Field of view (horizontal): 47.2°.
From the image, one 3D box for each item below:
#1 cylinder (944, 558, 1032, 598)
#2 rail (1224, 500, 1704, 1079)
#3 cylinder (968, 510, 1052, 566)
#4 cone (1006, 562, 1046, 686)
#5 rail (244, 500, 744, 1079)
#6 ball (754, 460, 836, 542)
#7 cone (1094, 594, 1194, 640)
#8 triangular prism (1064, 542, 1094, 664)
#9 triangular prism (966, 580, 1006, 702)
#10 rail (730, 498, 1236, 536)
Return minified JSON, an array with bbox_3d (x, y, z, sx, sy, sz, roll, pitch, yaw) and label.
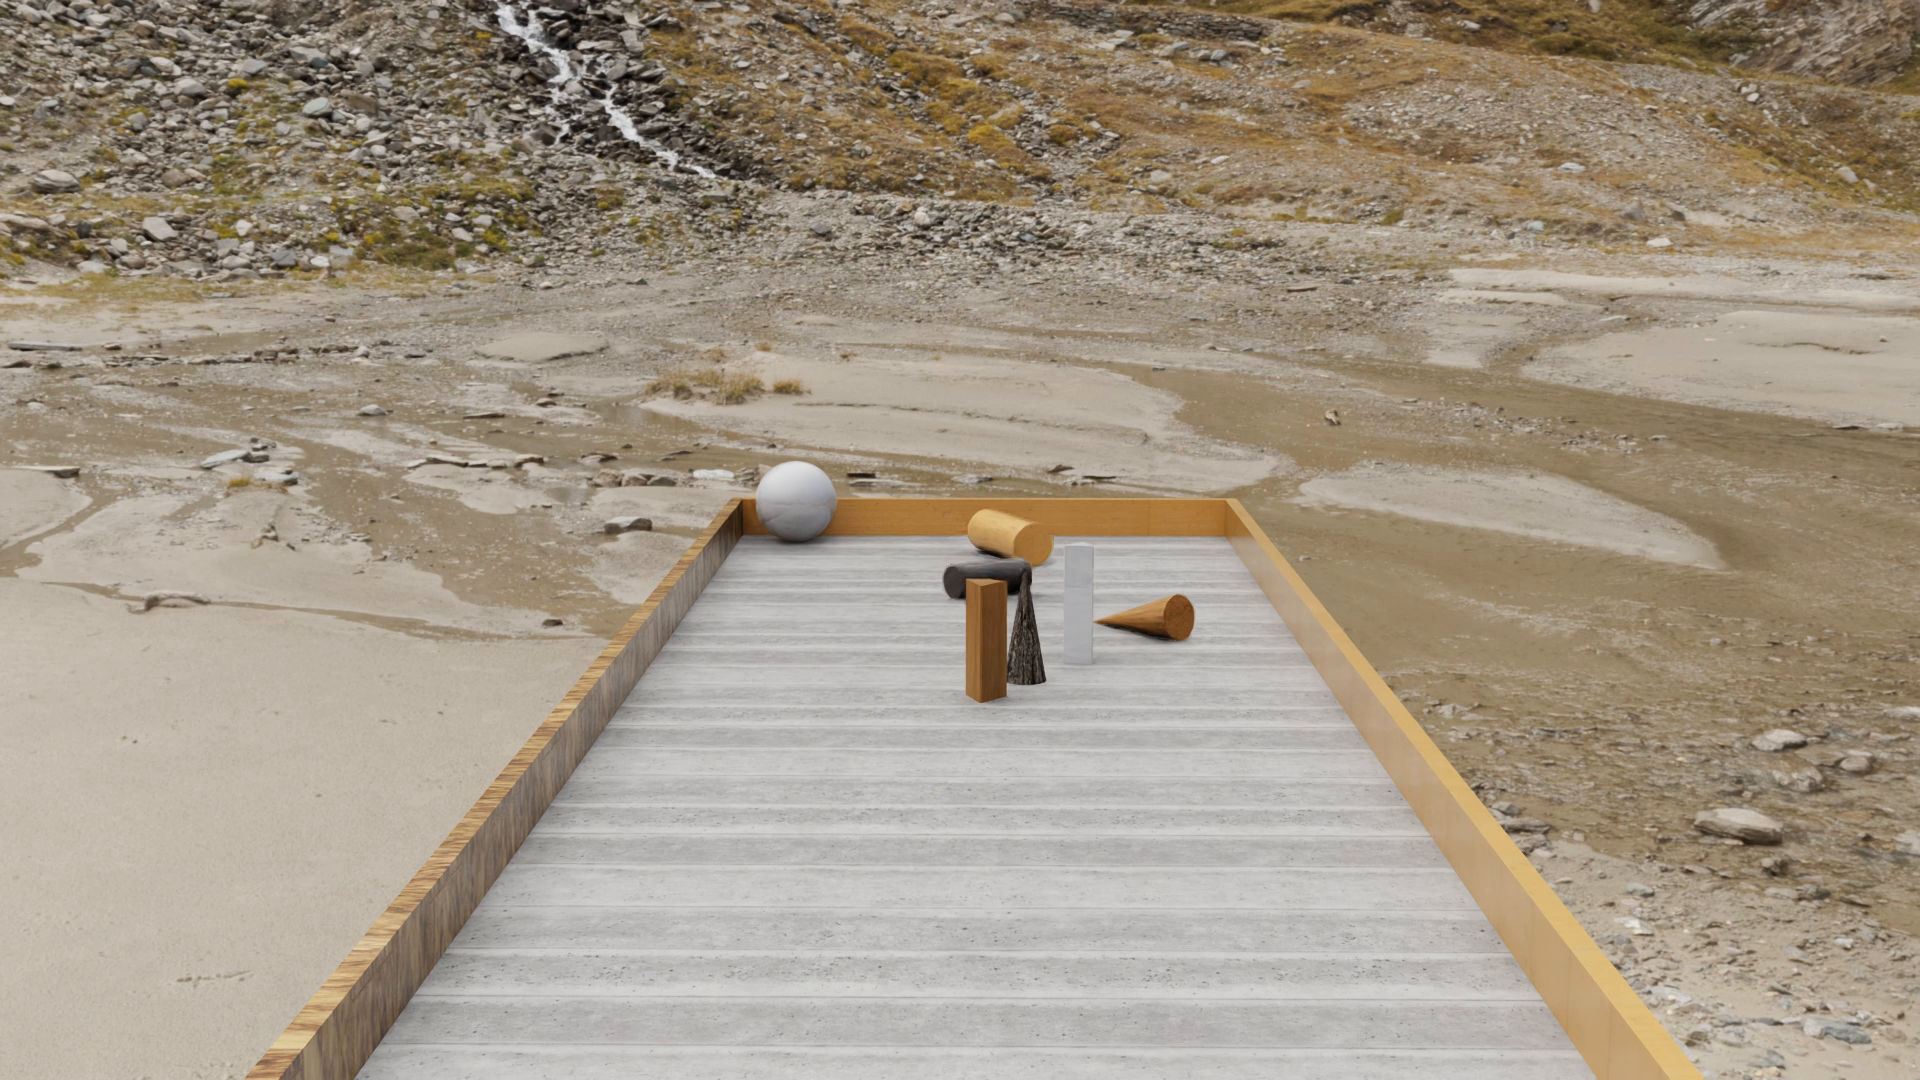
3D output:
[{"bbox_3d":[0.101,0.134,7.785,0.303,0.118,0.118,-6,11,-34],"label":"cylinder"},{"bbox_3d":[1.046,0.843,3.208,0.050,0.150,12.000,0,9,1],"label":"rail"},{"bbox_3d":[0.191,-0.010,8.552,0.164,0.164,0.430,-4,10,-23],"label":"cylinder"},{"bbox_3d":[0.189,0.236,6.396,0.126,0.353,0.126,0,9,0],"label":"cone"},{"bbox_3d":[-1.004,0.839,3.234,0.050,0.150,12.000,0,9,1],"label":"rail"},{"bbox_3d":[-0.670,-0.158,8.953,0.329,0.329,0.329,0,9,0],"label":"ball"},{"bbox_3d":[0.567,0.259,7.145,0.144,0.144,0.398,-8,2,-41],"label":"cone"},{"bbox_3d":[0.365,0.189,6.661,0.088,0.361,0.076,2,9,13],"label":"triangular prism"},{"bbox_3d":[0.056,0.279,6.187,0.100,0.332,0.115,7,12,39],"label":"triangular prism"},{"bbox_3d":[0.099,-0.098,9.147,2.100,0.150,0.050,0,9,1],"label":"rail"}]
